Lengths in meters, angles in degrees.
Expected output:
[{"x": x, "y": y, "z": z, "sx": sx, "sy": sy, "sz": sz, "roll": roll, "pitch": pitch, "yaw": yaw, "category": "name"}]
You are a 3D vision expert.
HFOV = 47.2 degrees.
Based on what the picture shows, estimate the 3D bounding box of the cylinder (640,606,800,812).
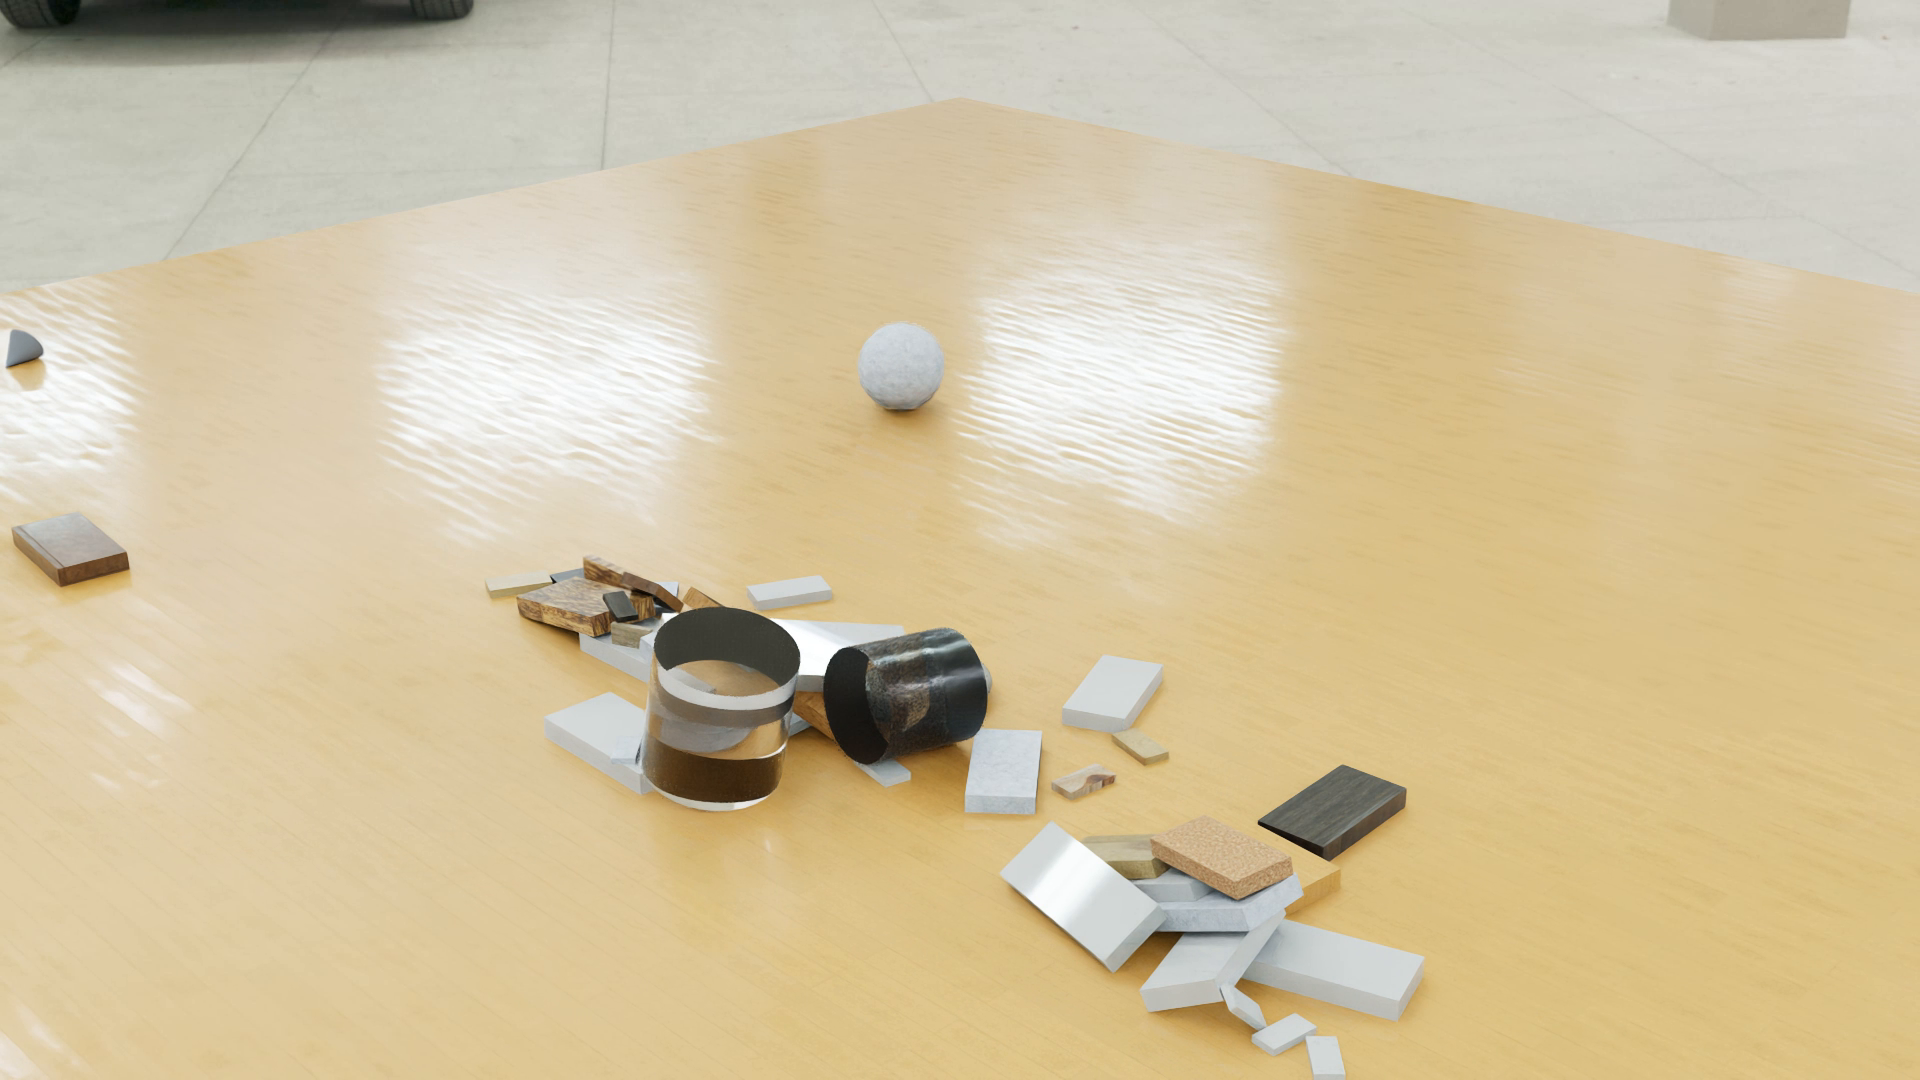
[{"x": -0.491, "y": 0.343, "z": 4.490, "sx": 0.296, "sy": 0.296, "sz": 0.296, "roll": 8, "pitch": 33, "yaw": -6, "category": "cylinder"}]

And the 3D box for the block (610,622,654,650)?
[{"x": -0.752, "y": 0.221, "z": 5.050, "sx": 0.103, "sy": 0.051, "sz": 0.015, "roll": 9, "pitch": 25, "yaw": 21, "category": "block"}]

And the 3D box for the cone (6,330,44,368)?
[{"x": -3.045, "y": -0.595, "z": 7.094, "sx": 0.120, "sy": 0.120, "sz": 0.120, "roll": 9, "pitch": 51, "yaw": 20, "category": "cone"}]

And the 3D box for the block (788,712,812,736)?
[{"x": -0.430, "y": 0.308, "z": 4.827, "sx": 0.292, "sy": 0.041, "sz": 0.146, "roll": 41, "pitch": 41, "yaw": 25, "category": "block"}]

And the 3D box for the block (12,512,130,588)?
[{"x": -2.286, "y": 0.021, "z": 5.648, "sx": 0.175, "sy": 0.049, "sz": 0.349, "roll": -18, "pitch": 29, "yaw": -36, "category": "block"}]

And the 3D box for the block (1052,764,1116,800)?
[{"x": 0.257, "y": 0.501, "z": 4.557, "sx": 0.125, "sy": 0.018, "sz": 0.063, "roll": -18, "pitch": 29, "yaw": -35, "category": "block"}]

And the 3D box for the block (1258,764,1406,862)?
[{"x": 0.748, "y": 0.549, "z": 4.411, "sx": 0.154, "sy": 0.044, "sz": 0.308, "roll": 19, "pitch": 30, "yaw": 38, "category": "block"}]

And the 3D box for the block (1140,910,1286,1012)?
[{"x": 0.451, "y": 0.730, "z": 3.902, "sx": 0.153, "sy": 0.043, "sz": 0.305, "roll": -17, "pitch": 11, "yaw": 34, "category": "block"}]

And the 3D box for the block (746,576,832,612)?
[{"x": -0.421, "y": 0.130, "z": 5.419, "sx": 0.190, "sy": 0.027, "sz": 0.095, "roll": -9, "pitch": 24, "yaw": -20, "category": "block"}]

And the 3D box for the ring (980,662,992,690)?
[{"x": -0.031, "y": 0.318, "z": 4.926, "sx": 0.206, "sy": 0.069, "sz": 0.206, "roll": -1, "pitch": 22, "yaw": 0, "category": "ring"}]

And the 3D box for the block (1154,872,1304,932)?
[{"x": 0.457, "y": 0.657, "z": 3.986, "sx": 0.153, "sy": 0.043, "sz": 0.305, "roll": -24, "pitch": 7, "yaw": -39, "category": "block"}]

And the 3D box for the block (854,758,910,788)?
[{"x": -0.164, "y": 0.478, "z": 4.613, "sx": 0.063, "sy": 0.018, "sz": 0.125, "roll": -15, "pitch": 27, "yaw": -31, "category": "block"}]

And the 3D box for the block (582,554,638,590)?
[{"x": -0.852, "y": 0.107, "z": 5.387, "sx": 0.190, "sy": 0.095, "sz": 0.027, "roll": 21, "pitch": 32, "yaw": 40, "category": "block"}]

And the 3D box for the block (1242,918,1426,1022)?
[{"x": 0.655, "y": 0.759, "z": 3.917, "sx": 0.305, "sy": 0.043, "sz": 0.153, "roll": 12, "pitch": 26, "yaw": 25, "category": "block"}]

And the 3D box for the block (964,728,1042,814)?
[{"x": 0.093, "y": 0.480, "z": 4.578, "sx": 0.143, "sy": 0.040, "sz": 0.285, "roll": 2, "pitch": 23, "yaw": 4, "category": "block"}]

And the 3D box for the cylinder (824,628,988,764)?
[{"x": -0.116, "y": 0.326, "z": 4.641, "sx": 0.248, "sy": 0.248, "sz": 0.248, "roll": -10, "pitch": 24, "yaw": -36, "category": "cylinder"}]

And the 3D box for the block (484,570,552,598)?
[{"x": -1.098, "y": 0.110, "z": 5.474, "sx": 0.154, "sy": 0.022, "sz": 0.077, "roll": -9, "pitch": 24, "yaw": -20, "category": "block"}]

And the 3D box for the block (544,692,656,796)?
[{"x": -0.714, "y": 0.430, "z": 4.685, "sx": 0.175, "sy": 0.049, "sz": 0.349, "roll": -20, "pitch": 30, "yaw": -39, "category": "block"}]

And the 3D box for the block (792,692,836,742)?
[{"x": -0.313, "y": 0.330, "z": 4.783, "sx": 0.293, "sy": 0.041, "sz": 0.146, "roll": 33, "pitch": 36, "yaw": 15, "category": "block"}]

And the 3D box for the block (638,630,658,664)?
[{"x": -0.540, "y": 0.292, "z": 4.921, "sx": 0.342, "sy": 0.048, "sz": 0.171, "roll": 32, "pitch": 37, "yaw": 31, "category": "block"}]

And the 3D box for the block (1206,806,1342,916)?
[{"x": 0.566, "y": 0.618, "z": 4.249, "sx": 0.154, "sy": 0.044, "sz": 0.308, "roll": -18, "pitch": 29, "yaw": -37, "category": "block"}]

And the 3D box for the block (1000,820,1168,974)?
[{"x": 0.224, "y": 0.656, "z": 4.069, "sx": 0.143, "sy": 0.040, "sz": 0.347, "roll": -44, "pitch": 37, "yaw": -10, "category": "block"}]

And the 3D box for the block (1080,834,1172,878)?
[{"x": 0.306, "y": 0.601, "z": 4.179, "sx": 0.254, "sy": 0.036, "sz": 0.127, "roll": -9, "pitch": 11, "yaw": 43, "category": "block"}]

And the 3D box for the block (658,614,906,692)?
[{"x": -0.368, "y": 0.250, "z": 4.781, "sx": 0.558, "sy": 0.049, "sz": 0.175, "roll": 4, "pitch": 39, "yaw": -24, "category": "block"}]

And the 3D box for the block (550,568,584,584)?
[{"x": -0.941, "y": 0.095, "z": 5.509, "sx": 0.154, "sy": 0.022, "sz": 0.077, "roll": -13, "pitch": 26, "yaw": -27, "category": "block"}]

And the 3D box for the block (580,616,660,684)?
[{"x": -0.707, "y": 0.258, "z": 5.091, "sx": 0.342, "sy": 0.048, "sz": 0.171, "roll": 21, "pitch": 31, "yaw": 40, "category": "block"}]

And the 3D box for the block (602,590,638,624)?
[{"x": -0.788, "y": 0.155, "z": 5.099, "sx": 0.051, "sy": 0.015, "sz": 0.103, "roll": -9, "pitch": 36, "yaw": -26, "category": "block"}]

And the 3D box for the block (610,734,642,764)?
[{"x": -0.695, "y": 0.437, "z": 4.586, "sx": 0.051, "sy": 0.015, "sz": 0.103, "roll": 0, "pitch": 23, "yaw": 0, "category": "block"}]

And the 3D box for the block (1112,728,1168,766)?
[{"x": 0.385, "y": 0.441, "z": 4.698, "sx": 0.063, "sy": 0.018, "sz": 0.125, "roll": -13, "pitch": 26, "yaw": -27, "category": "block"}]

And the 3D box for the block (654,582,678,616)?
[{"x": -0.734, "y": 0.144, "z": 5.394, "sx": 0.077, "sy": 0.022, "sz": 0.154, "roll": -1, "pitch": 23, "yaw": -3, "category": "block"}]

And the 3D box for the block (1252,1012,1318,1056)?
[{"x": 0.554, "y": 0.844, "z": 3.753, "sx": 0.104, "sy": 0.015, "sz": 0.052, "roll": -17, "pitch": 28, "yaw": -35, "category": "block"}]

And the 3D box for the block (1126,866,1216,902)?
[{"x": 0.385, "y": 0.630, "z": 4.087, "sx": 0.127, "sy": 0.036, "sz": 0.254, "roll": -24, "pitch": 7, "yaw": -38, "category": "block"}]

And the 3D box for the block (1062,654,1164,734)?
[{"x": 0.342, "y": 0.343, "z": 4.901, "sx": 0.143, "sy": 0.040, "sz": 0.285, "roll": 9, "pitch": 25, "yaw": 20, "category": "block"}]

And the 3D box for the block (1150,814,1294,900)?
[{"x": 0.471, "y": 0.572, "z": 3.979, "sx": 0.127, "sy": 0.036, "sz": 0.254, "roll": -18, "pitch": 20, "yaw": -27, "category": "block"}]

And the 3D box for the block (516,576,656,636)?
[{"x": -0.895, "y": 0.157, "z": 5.247, "sx": 0.171, "sy": 0.048, "sz": 0.342, "roll": -20, "pitch": 20, "yaw": -37, "category": "block"}]

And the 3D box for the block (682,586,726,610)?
[{"x": -0.516, "y": 0.205, "z": 5.115, "sx": 0.146, "sy": 0.041, "sz": 0.292, "roll": 35, "pitch": -3, "yaw": -40, "category": "block"}]

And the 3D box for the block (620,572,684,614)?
[{"x": -0.732, "y": 0.126, "z": 5.232, "sx": 0.095, "sy": 0.027, "sz": 0.190, "roll": 19, "pitch": -11, "yaw": 16, "category": "block"}]

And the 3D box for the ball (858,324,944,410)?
[{"x": -0.179, "y": -0.523, "z": 6.658, "sx": 0.263, "sy": 0.263, "sz": 0.263, "roll": 0, "pitch": 23, "yaw": 0, "category": "ball"}]

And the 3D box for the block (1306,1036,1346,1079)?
[{"x": 0.613, "y": 0.870, "z": 3.691, "sx": 0.052, "sy": 0.015, "sz": 0.104, "roll": 0, "pitch": 23, "yaw": 1, "category": "block"}]

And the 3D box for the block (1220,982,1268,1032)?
[{"x": 0.485, "y": 0.798, "z": 3.753, "sx": 0.015, "sy": 0.104, "sz": 0.052, "roll": -37, "pitch": 41, "yaw": 16, "category": "block"}]
